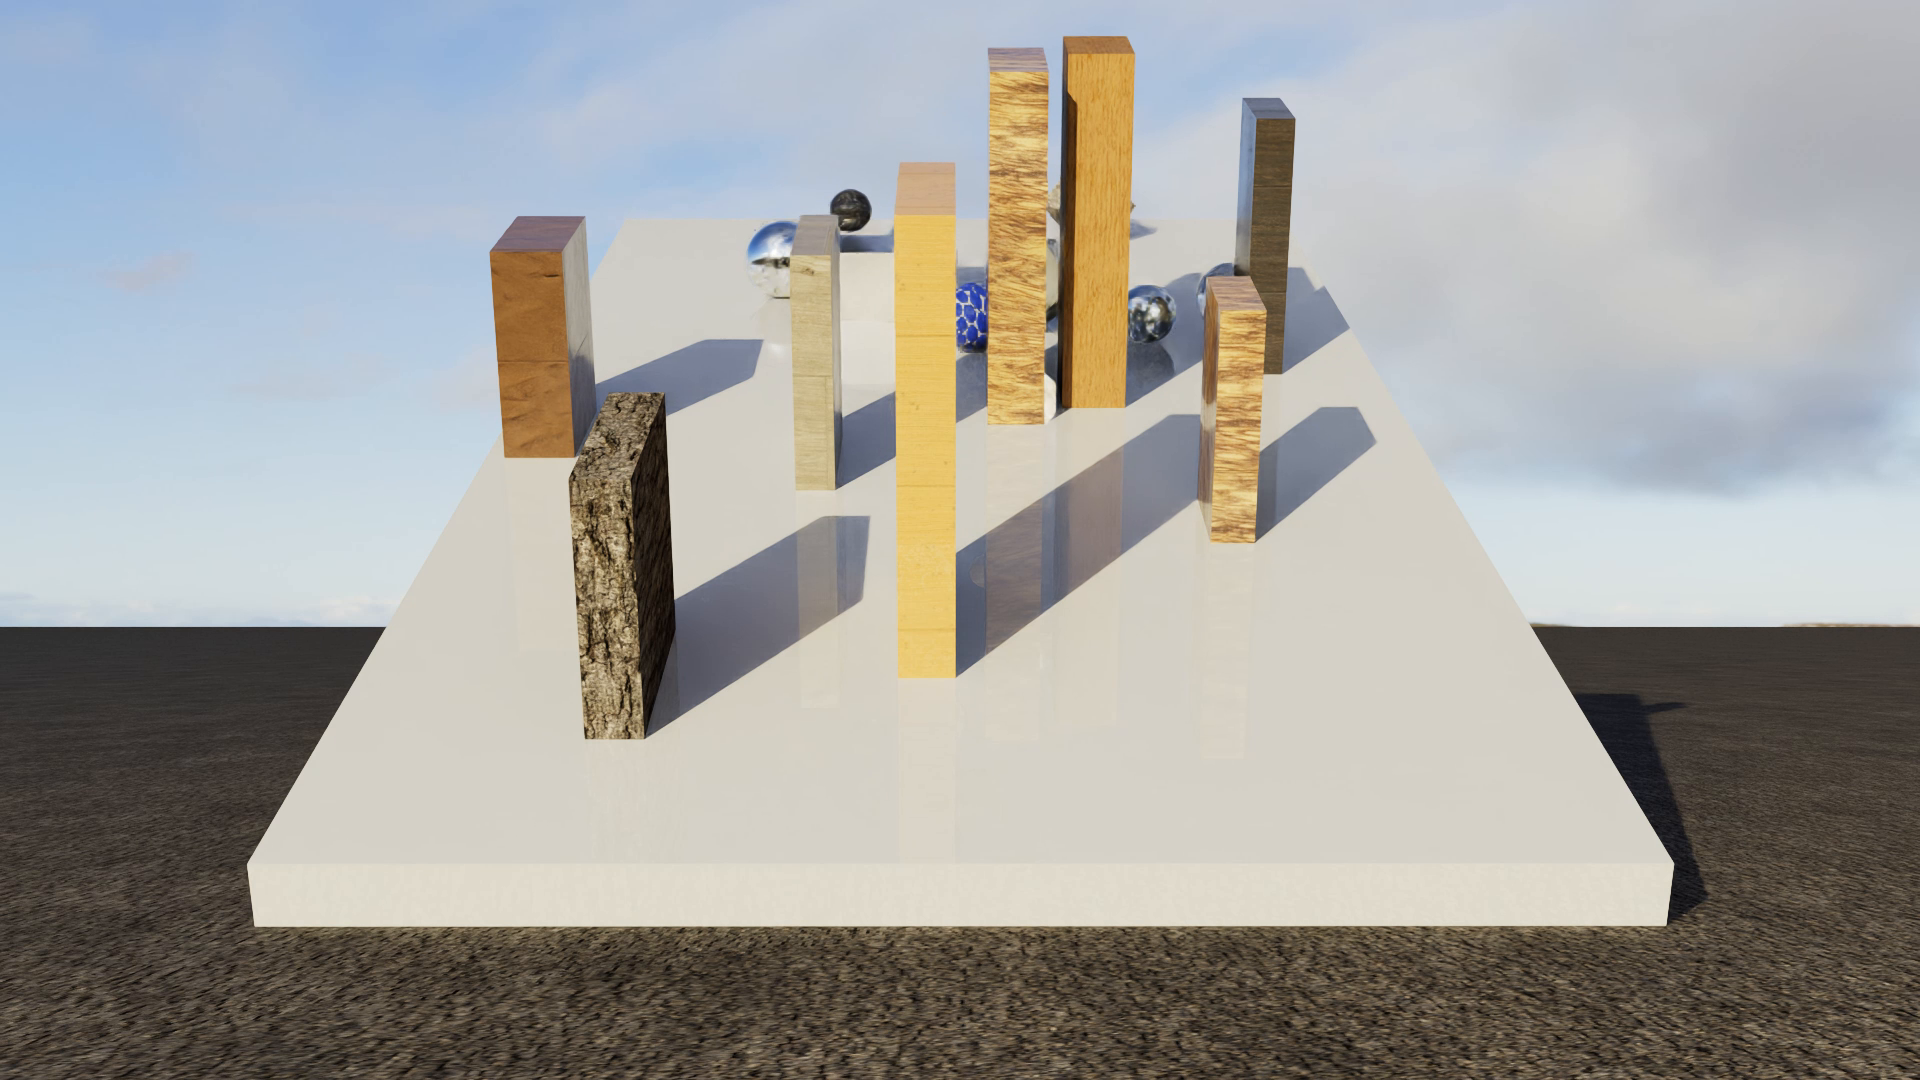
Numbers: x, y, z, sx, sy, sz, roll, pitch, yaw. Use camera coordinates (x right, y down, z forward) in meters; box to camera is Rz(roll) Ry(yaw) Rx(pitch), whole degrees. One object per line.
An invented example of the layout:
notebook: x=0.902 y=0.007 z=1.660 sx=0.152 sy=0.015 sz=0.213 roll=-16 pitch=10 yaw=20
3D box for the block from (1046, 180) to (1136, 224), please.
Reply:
block: x=0.371 y=-0.968 z=6.597 sx=0.159 sy=0.159 sz=0.159 roll=43 pitch=-9 yaw=-39

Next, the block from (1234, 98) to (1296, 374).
block: x=0.719 y=-0.724 z=5.428 sx=0.090 sy=0.607 sz=0.271 roll=0 pitch=21 yaw=0

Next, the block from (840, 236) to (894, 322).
block: x=-0.253 y=-0.677 z=5.894 sx=0.182 sy=0.182 sz=0.182 roll=1 pitch=21 yaw=1

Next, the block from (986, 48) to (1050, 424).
block: x=0.123 y=-0.676 z=5.064 sx=0.124 sy=0.775 sz=0.327 roll=0 pitch=21 yaw=0

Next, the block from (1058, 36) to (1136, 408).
block: x=0.302 y=-0.715 z=5.140 sx=0.143 sy=0.794 sz=0.252 roll=0 pitch=21 yaw=0

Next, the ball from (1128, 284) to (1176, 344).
ball: x=0.462 y=-0.560 z=5.644 sx=0.146 sy=0.146 sz=0.146 roll=0 pitch=-2 yaw=0

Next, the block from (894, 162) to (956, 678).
block: x=-0.055 y=-0.207 z=3.831 sx=0.095 sy=0.780 sz=0.401 roll=0 pitch=21 yaw=0

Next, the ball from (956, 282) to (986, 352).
ball: x=0.032 y=-0.543 z=5.568 sx=0.167 sy=0.167 sz=0.167 roll=0 pitch=-2 yaw=0

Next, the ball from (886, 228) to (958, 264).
ball: x=-0.109 y=-0.754 z=6.055 sx=0.206 sy=0.206 sz=0.206 roll=0 pitch=-2 yaw=0

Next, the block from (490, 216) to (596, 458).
block: x=-0.891 y=-0.440 z=4.905 sx=0.148 sy=0.446 sz=0.326 roll=0 pitch=21 yaw=0

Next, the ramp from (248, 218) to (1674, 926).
ramp: x=-0.006 y=-0.214 z=5.082 sx=2.000 sy=0.100 sz=4.000 roll=0 pitch=21 yaw=0

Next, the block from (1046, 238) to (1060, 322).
block: x=0.210 y=-0.647 z=5.718 sx=0.153 sy=0.153 sz=0.153 roll=-31 pitch=-7 yaw=22

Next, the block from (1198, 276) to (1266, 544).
block: x=0.522 y=-0.254 z=4.406 sx=0.084 sy=0.459 sz=0.255 roll=0 pitch=21 yaw=0

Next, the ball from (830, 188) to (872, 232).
ball: x=-0.284 y=-0.853 z=5.909 sx=0.111 sy=0.111 sz=0.111 roll=0 pitch=-2 yaw=0

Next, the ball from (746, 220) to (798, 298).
ball: x=-0.466 y=-0.743 z=6.038 sx=0.202 sy=0.202 sz=0.202 roll=0 pitch=-2 yaw=0

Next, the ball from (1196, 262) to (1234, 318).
ball: x=0.681 y=-0.608 z=5.713 sx=0.177 sy=0.177 sz=0.177 roll=0 pitch=-2 yaw=0

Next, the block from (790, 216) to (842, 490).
block: x=-0.295 y=-0.392 z=4.722 sx=0.080 sy=0.489 sz=0.352 roll=0 pitch=21 yaw=0

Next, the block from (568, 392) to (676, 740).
block: x=-0.541 y=0.032 z=3.692 sx=0.093 sy=0.431 sz=0.437 roll=0 pitch=21 yaw=0
